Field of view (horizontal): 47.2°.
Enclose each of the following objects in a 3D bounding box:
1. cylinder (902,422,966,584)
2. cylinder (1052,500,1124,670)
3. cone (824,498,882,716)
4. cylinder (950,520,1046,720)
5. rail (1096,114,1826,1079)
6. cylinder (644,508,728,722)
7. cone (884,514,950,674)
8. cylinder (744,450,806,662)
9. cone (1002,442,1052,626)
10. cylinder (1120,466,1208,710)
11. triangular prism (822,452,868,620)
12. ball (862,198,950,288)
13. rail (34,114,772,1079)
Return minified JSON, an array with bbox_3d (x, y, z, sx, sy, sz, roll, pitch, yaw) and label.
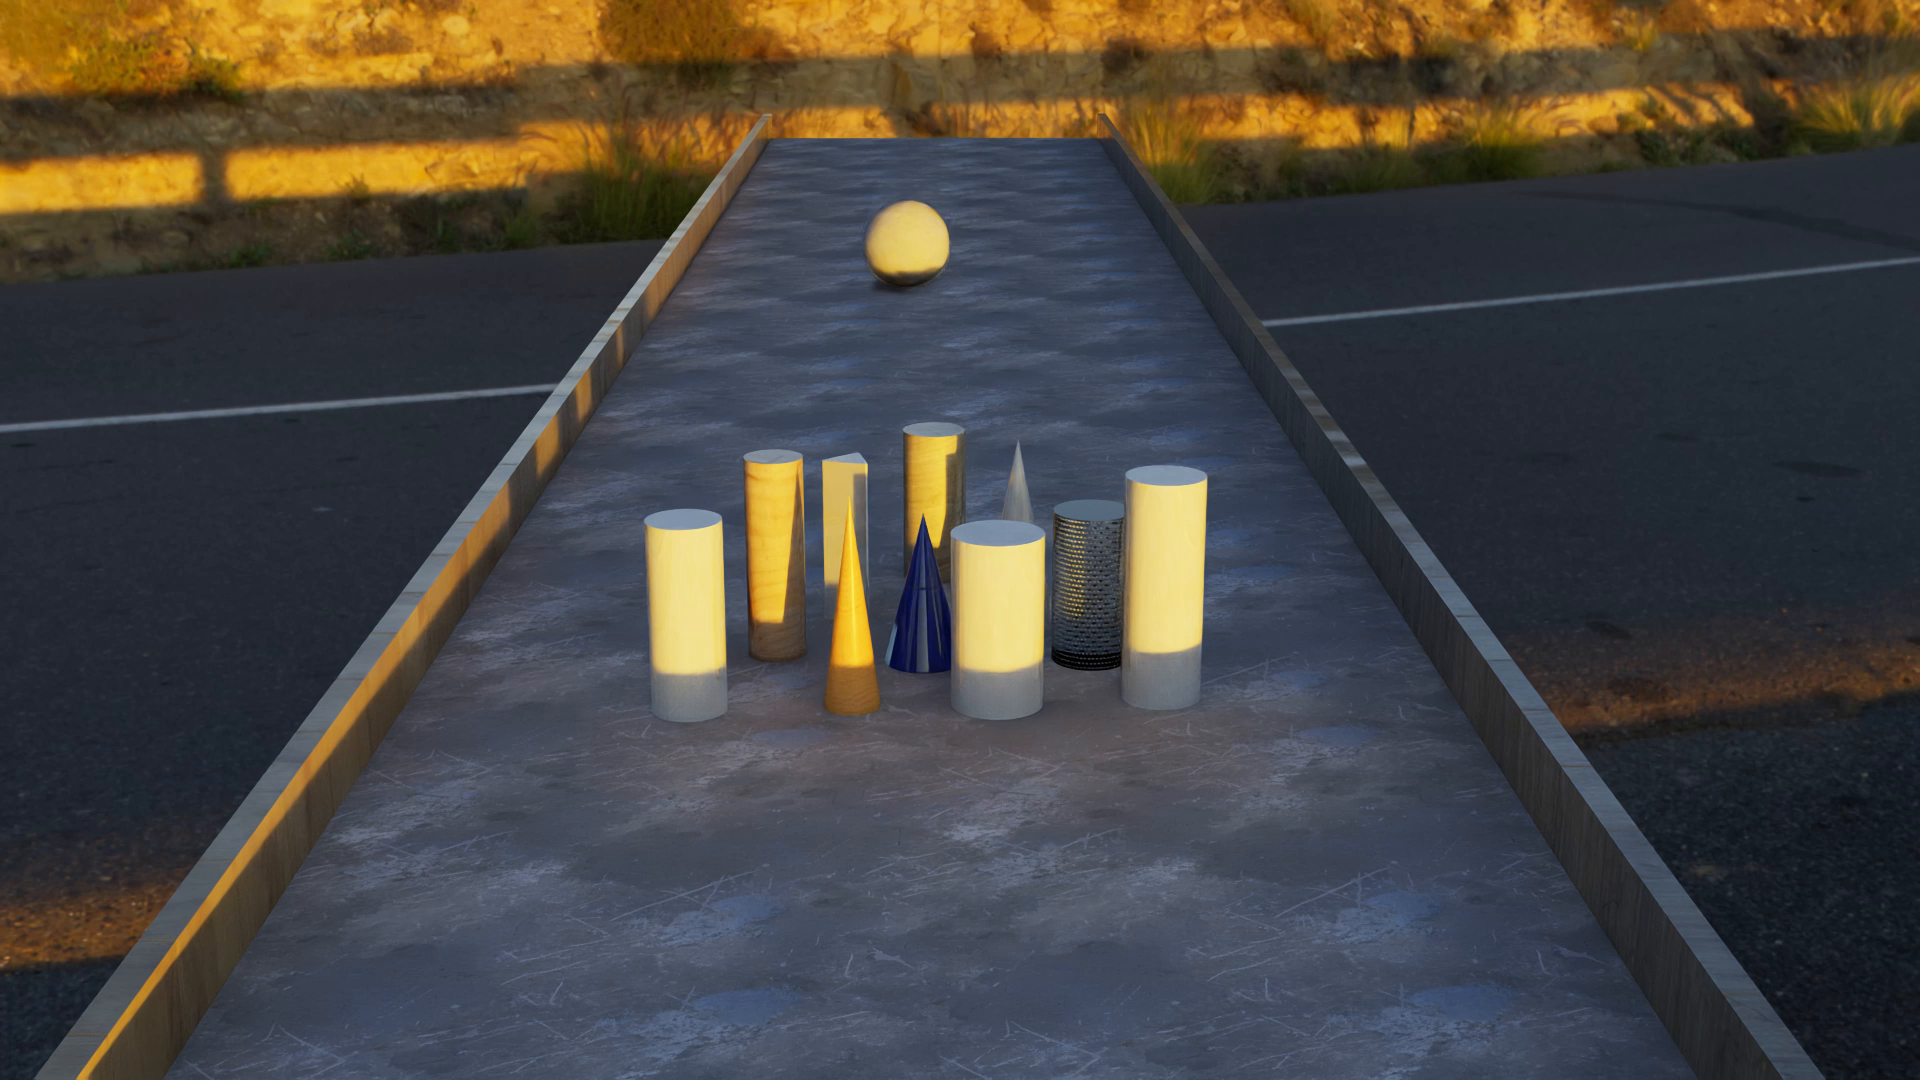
[{"bbox_3d":[-0.057,-0.083,4.915,0.140,0.337,0.140,0,17,0],"label":"cylinder"},{"bbox_3d":[0.262,0.089,4.386,0.155,0.309,0.155,0,17,0],"label":"cylinder"},{"bbox_3d":[-0.204,0.116,4.114,0.110,0.411,0.110,0,17,0],"label":"cone"},{"bbox_3d":[0.070,0.149,4.136,0.176,0.337,0.176,0,17,0],"label":"cylinder"},{"bbox_3d":[0.932,-0.844,7.801,0.050,0.150,12.000,0,17,-1],"label":"rail"},{"bbox_3d":[-0.510,0.140,4.103,0.144,0.372,0.144,0,17,0],"label":"cylinder"},{"bbox_3d":[-0.073,0.093,4.373,0.158,0.308,0.158,0,17,0],"label":"cone"},{"bbox_3d":[-0.369,0.032,4.400,0.118,0.410,0.118,0,17,0],"label":"cylinder"},{"bbox_3d":[0.121,-0.022,4.610,0.156,0.395,0.156,0,17,0],"label":"cone"},{"bbox_3d":[0.384,0.089,4.159,0.153,0.437,0.153,0,17,0],"label":"cylinder"},{"bbox_3d":[-0.227,-0.007,4.643,0.098,0.346,0.085,5,17,16],"label":"triangular prism"},{"bbox_3d":[-0.208,-1.146,8.487,0.337,0.337,0.337,0,17,0],"label":"ball"},{"bbox_3d":[-1.118,-0.838,7.780,0.050,0.150,12.000,0,17,-1],"label":"rail"}]
